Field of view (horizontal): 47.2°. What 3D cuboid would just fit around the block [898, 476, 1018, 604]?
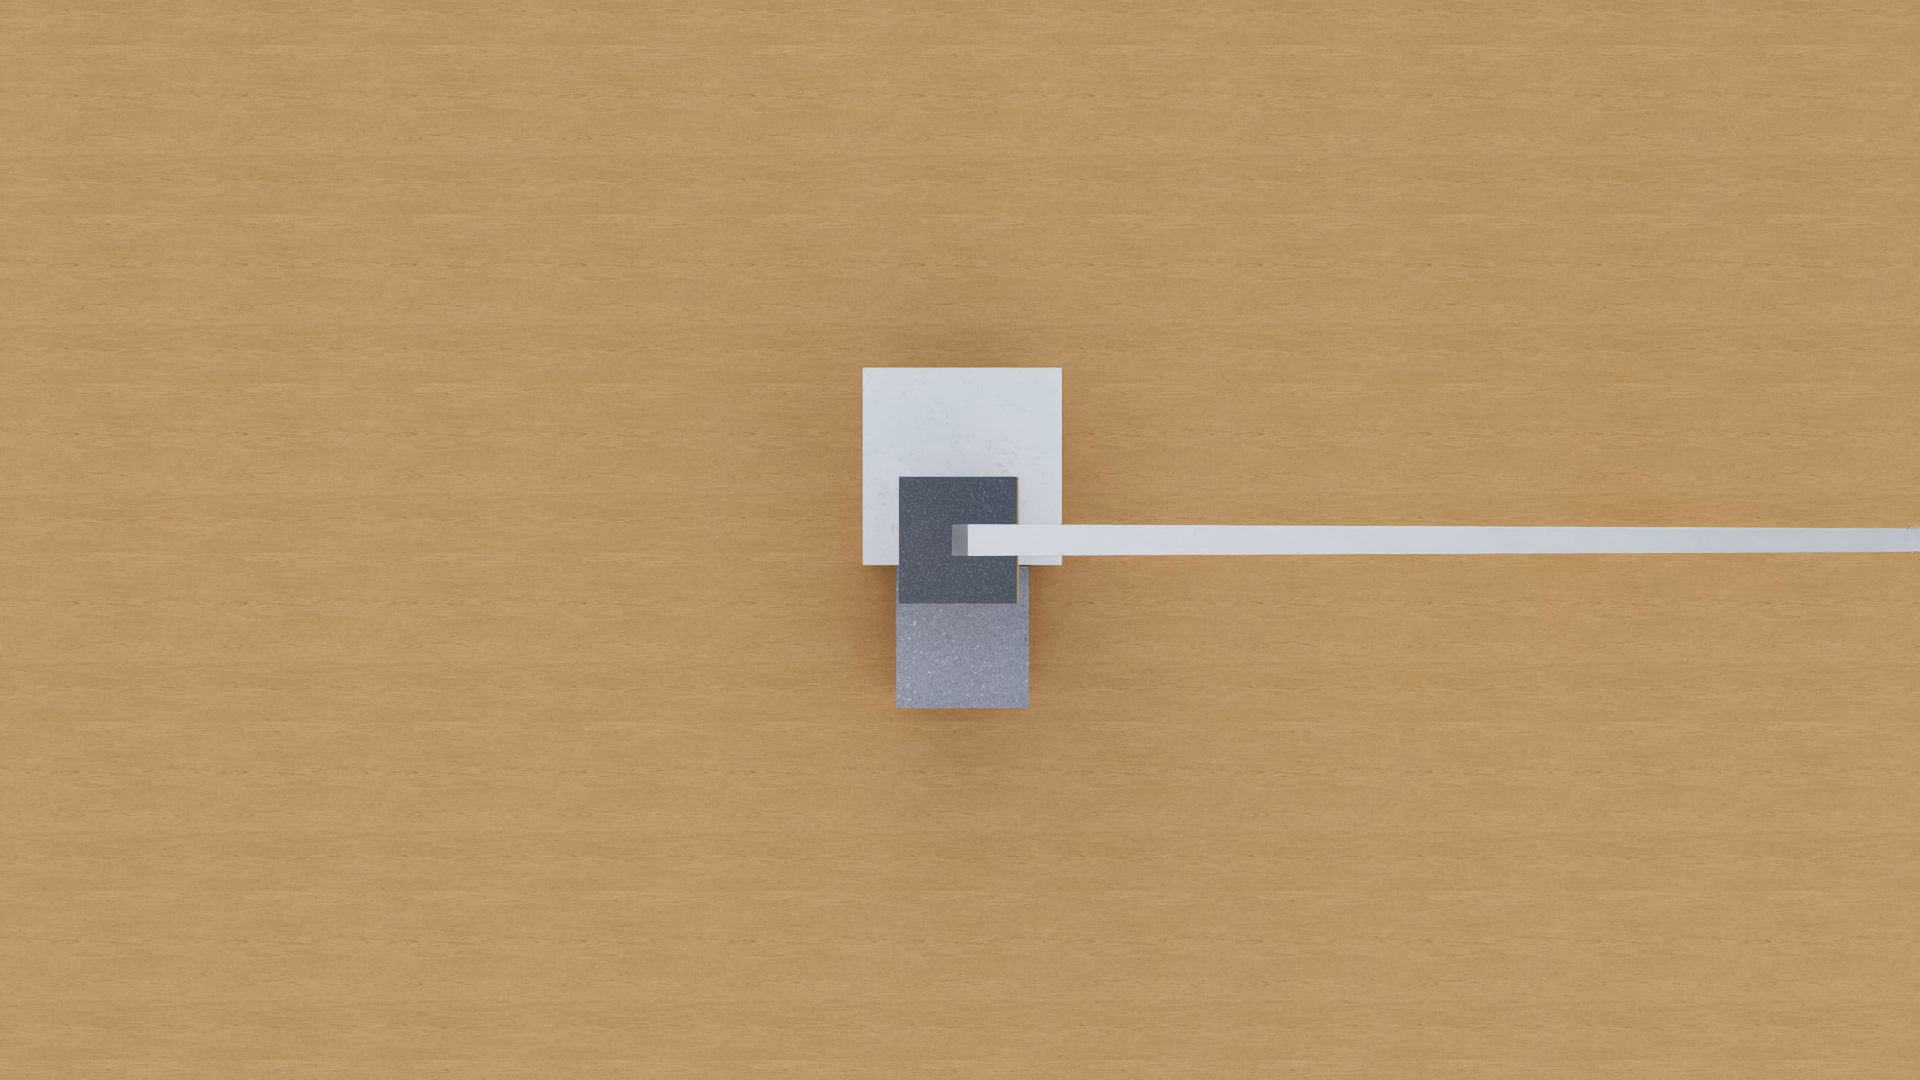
[{"bbox_3d":[-0.010,0.000,11.052,0.577,0.639,0.621,0,90,0],"label":"block"}]

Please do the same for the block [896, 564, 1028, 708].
[{"bbox_3d":[0.014,0.542,12.635,0.740,0.731,0.793,0,90,0],"label":"block"}]

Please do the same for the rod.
[{"bbox_3d":[2.234,0.000,6.970,5.200,0.080,0.080,0,90,-31],"label":"rod"}]

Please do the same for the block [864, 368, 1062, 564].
[{"bbox_3d":[0.013,-0.401,12.489,1.083,1.022,1.074,0,90,0],"label":"block"}]
